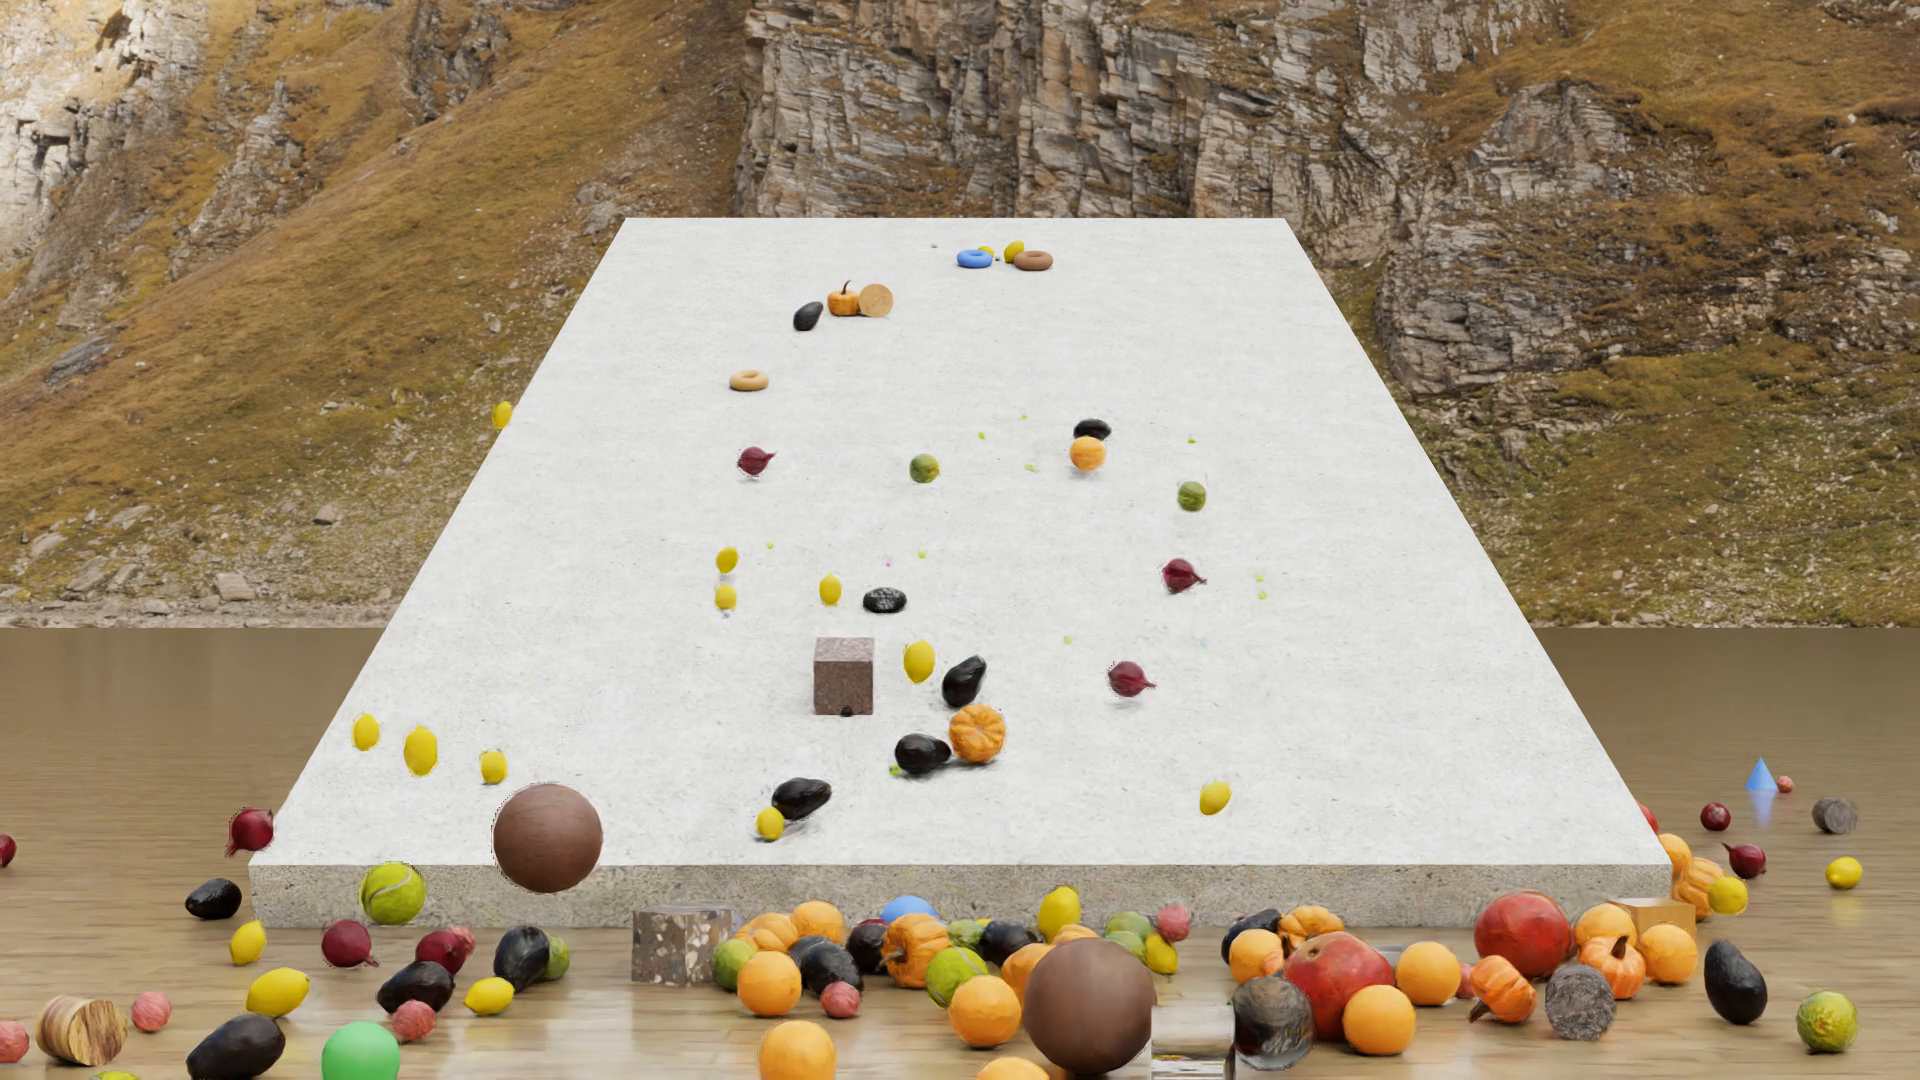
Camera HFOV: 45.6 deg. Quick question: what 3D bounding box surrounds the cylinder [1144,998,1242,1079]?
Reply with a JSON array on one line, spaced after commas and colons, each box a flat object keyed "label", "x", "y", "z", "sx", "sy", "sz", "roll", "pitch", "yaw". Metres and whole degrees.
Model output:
[{"label": "cylinder", "x": 0.216, "y": 0.471, "z": 2.118, "sx": 0.076, "sy": 0.076, "sz": 0.076, "roll": 11, "pitch": 0, "yaw": 11}]

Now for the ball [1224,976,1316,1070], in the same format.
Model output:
[{"label": "ball", "x": 0.299, "y": 0.467, "z": 2.206, "sx": 0.090, "sy": 0.090, "sz": 0.090, "roll": 0, "pitch": -2, "yaw": 0}]

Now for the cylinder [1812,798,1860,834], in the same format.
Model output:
[{"label": "cylinder", "x": 1.796, "y": 0.565, "z": 4.679, "sx": 0.070, "sy": 0.070, "sz": 0.070, "roll": 0, "pitch": -2, "yaw": -1}]

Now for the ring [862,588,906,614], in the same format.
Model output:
[{"label": "ring", "x": -0.134, "y": 0.108, "z": 4.069, "sx": 0.079, "sy": 0.026, "sz": 0.079, "roll": 0, "pitch": 22, "yaw": 0}]

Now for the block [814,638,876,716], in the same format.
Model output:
[{"label": "block", "x": -0.186, "y": 0.219, "z": 3.683, "sx": 0.094, "sy": 0.094, "sz": 0.094, "roll": 0, "pitch": 21, "yaw": 0}]

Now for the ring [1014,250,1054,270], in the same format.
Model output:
[{"label": "ring", "x": 0.205, "y": -0.780, "z": 6.369, "sx": 0.111, "sy": 0.037, "sz": 0.111, "roll": -1, "pitch": 22, "yaw": 0}]

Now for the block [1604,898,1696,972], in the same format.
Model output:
[{"label": "block", "x": 0.867, "y": 0.495, "z": 2.866, "sx": 0.080, "sy": 0.080, "sz": 0.080, "roll": 0, "pitch": -2, "yaw": -13}]

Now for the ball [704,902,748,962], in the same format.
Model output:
[{"label": "ball", "x": -0.306, "y": 0.494, "z": 2.852, "sx": 0.081, "sy": 0.081, "sz": 0.081, "roll": 0, "pitch": -2, "yaw": 0}]

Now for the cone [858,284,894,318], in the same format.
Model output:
[{"label": "cone", "x": -0.223, "y": -0.612, "z": 5.925, "sx": 0.091, "sy": 0.091, "sz": 0.091, "roll": 0, "pitch": -6, "yaw": -8}]

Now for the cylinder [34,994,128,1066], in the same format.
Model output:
[{"label": "cylinder", "x": -0.865, "y": 0.482, "z": 2.246, "sx": 0.063, "sy": 0.063, "sz": 0.063, "roll": -2, "pitch": -3, "yaw": 39}]

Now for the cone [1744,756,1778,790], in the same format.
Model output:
[{"label": "cone", "x": 2.077, "y": 0.603, "z": 5.917, "sx": 0.083, "sy": 0.083, "sz": 0.083, "roll": 0, "pitch": -2, "yaw": 0}]

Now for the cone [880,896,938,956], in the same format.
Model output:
[{"label": "cone", "x": -0.065, "y": 0.492, "z": 2.930, "sx": 0.077, "sy": 0.077, "sz": 0.077, "roll": 0, "pitch": -14, "yaw": -2}]

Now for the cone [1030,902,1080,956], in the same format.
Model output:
[{"label": "cone", "x": 0.124, "y": 0.507, "z": 2.989, "sx": 0.065, "sy": 0.065, "sz": 0.065, "roll": 0, "pitch": -2, "yaw": 0}]

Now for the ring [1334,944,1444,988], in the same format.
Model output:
[{"label": "ring", "x": 0.512, "y": 0.509, "z": 2.725, "sx": 0.129, "sy": 0.043, "sz": 0.129, "roll": -1, "pitch": -4, "yaw": 0}]

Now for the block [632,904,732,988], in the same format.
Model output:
[{"label": "block", "x": -0.336, "y": 0.490, "z": 2.761, "sx": 0.084, "sy": 0.084, "sz": 0.084, "roll": -1, "pitch": -2, "yaw": 34}]

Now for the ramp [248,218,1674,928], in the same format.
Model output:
[{"label": "ramp", "x": -0.006, "y": -0.215, "z": 5.086, "sx": 2.000, "sy": 0.100, "sz": 4.000, "roll": 0, "pitch": 21, "yaw": 0}]

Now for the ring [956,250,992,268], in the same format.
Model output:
[{"label": "ring", "x": 0.041, "y": -0.788, "z": 6.391, "sx": 0.102, "sy": 0.034, "sz": 0.102, "roll": 3, "pitch": 23, "yaw": -1}]

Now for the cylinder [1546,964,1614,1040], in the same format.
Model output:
[{"label": "cylinder", "x": 0.648, "y": 0.484, "z": 2.388, "sx": 0.069, "sy": 0.069, "sz": 0.069, "roll": -1, "pitch": -3, "yaw": 15}]

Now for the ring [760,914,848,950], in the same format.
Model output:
[{"label": "ring", "x": -0.209, "y": 0.523, "z": 3.055, "sx": 0.117, "sy": 0.039, "sz": 0.117, "roll": 0, "pitch": -3, "yaw": 0}]

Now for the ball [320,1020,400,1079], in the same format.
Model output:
[{"label": "ball", "x": -0.544, "y": 0.472, "z": 2.070, "sx": 0.070, "sy": 0.070, "sz": 0.070, "roll": 0, "pitch": -2, "yaw": 0}]

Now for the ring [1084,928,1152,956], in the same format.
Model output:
[{"label": "ring", "x": 0.206, "y": 0.525, "z": 2.980, "sx": 0.091, "sy": 0.030, "sz": 0.091, "roll": -1, "pitch": -3, "yaw": 0}]

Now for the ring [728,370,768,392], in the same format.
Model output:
[{"label": "ring", "x": -0.491, "y": -0.370, "z": 5.307, "sx": 0.094, "sy": 0.031, "sz": 0.094, "roll": -1, "pitch": 22, "yaw": 0}]
